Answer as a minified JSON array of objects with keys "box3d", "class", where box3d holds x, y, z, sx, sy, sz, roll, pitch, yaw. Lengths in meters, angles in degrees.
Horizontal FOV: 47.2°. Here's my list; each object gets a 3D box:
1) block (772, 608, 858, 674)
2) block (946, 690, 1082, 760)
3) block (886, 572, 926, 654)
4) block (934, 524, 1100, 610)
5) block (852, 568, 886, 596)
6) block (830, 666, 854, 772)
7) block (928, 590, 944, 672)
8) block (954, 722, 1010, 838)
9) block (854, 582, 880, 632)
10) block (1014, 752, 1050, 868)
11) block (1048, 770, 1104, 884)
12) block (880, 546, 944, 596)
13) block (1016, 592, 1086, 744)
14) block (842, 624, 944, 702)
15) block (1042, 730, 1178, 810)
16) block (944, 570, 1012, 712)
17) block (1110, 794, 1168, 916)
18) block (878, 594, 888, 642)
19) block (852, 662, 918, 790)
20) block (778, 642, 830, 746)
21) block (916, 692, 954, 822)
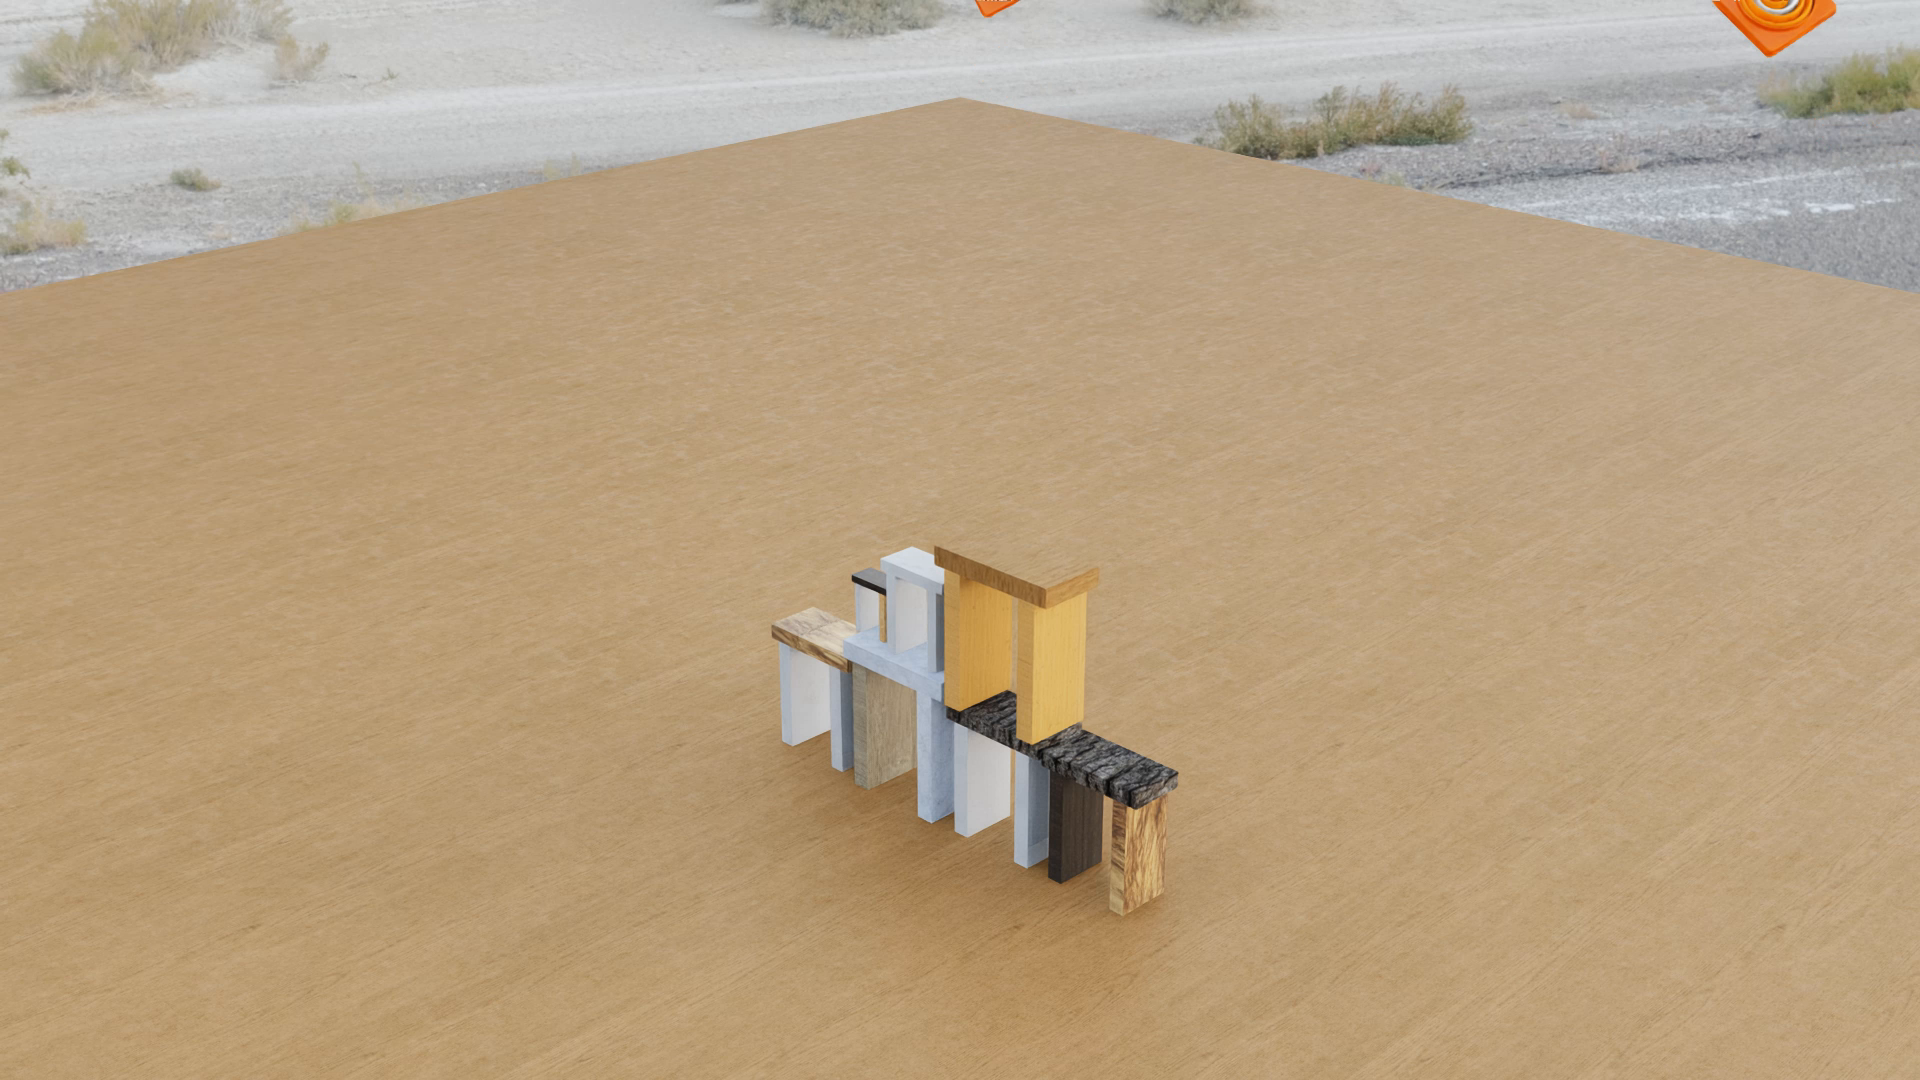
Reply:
[{"box3d":[-0.273,0.209,4.615,0.238,0.034,0.119,21,31,41],"class":"block"},{"box3d":[0.103,0.350,4.262,0.246,0.035,0.123,21,31,41],"class":"block"},{"box3d":[-0.106,0.135,4.395,0.024,0.173,0.086,21,31,41],"class":"block"},{"box3d":[0.105,0.048,4.137,0.289,0.041,0.144,21,31,40],"class":"block"},{"box3d":[-0.164,0.084,4.445,0.106,0.015,0.053,21,31,41],"class":"block"},{"box3d":[-0.216,0.356,4.617,0.034,0.238,0.119,21,31,41],"class":"block"},{"box3d":[-0.025,0.167,4.320,0.024,0.173,0.086,21,31,41],"class":"block"},{"box3d":[0.045,0.456,4.371,0.035,0.246,0.123,21,31,41],"class":"block"},{"box3d":[-0.189,0.130,4.492,0.053,0.106,0.015,-21,31,-41],"class":"block"},{"box3d":[0.161,0.502,4.264,0.035,0.246,0.123,21,31,41],"class":"block"},{"box3d":[0.223,0.529,4.212,0.033,0.236,0.118,21,31,41],"class":"block"},{"box3d":[-0.066,0.060,4.319,0.173,0.024,0.086,21,31,41],"class":"block"},{"box3d":[0.172,0.227,4.138,0.041,0.289,0.144,21,31,40],"class":"block"},{"box3d":[-0.088,0.239,4.422,0.283,0.040,0.141,21,31,41],"class":"block"},{"box3d":[0.279,0.427,4.108,0.236,0.033,0.118,21,31,41],"class":"block"},{"box3d":[0.036,0.174,4.263,0.041,0.289,0.144,21,31,41],"class":"block"},{"box3d":[0.334,0.573,4.109,0.033,0.236,0.118,21,31,41],"class":"block"},{"box3d":[-0.139,0.150,4.445,0.015,0.106,0.053,21,31,41],"class":"block"},{"box3d":[-0.154,0.362,4.546,0.040,0.283,0.141,21,31,41],"class":"block"},{"box3d":[-0.329,0.312,4.720,0.034,0.239,0.119,21,31,41],"class":"block"},{"box3d":[-0.021,0.414,4.423,0.040,0.283,0.141,21,31,41],"class":"block"}]
